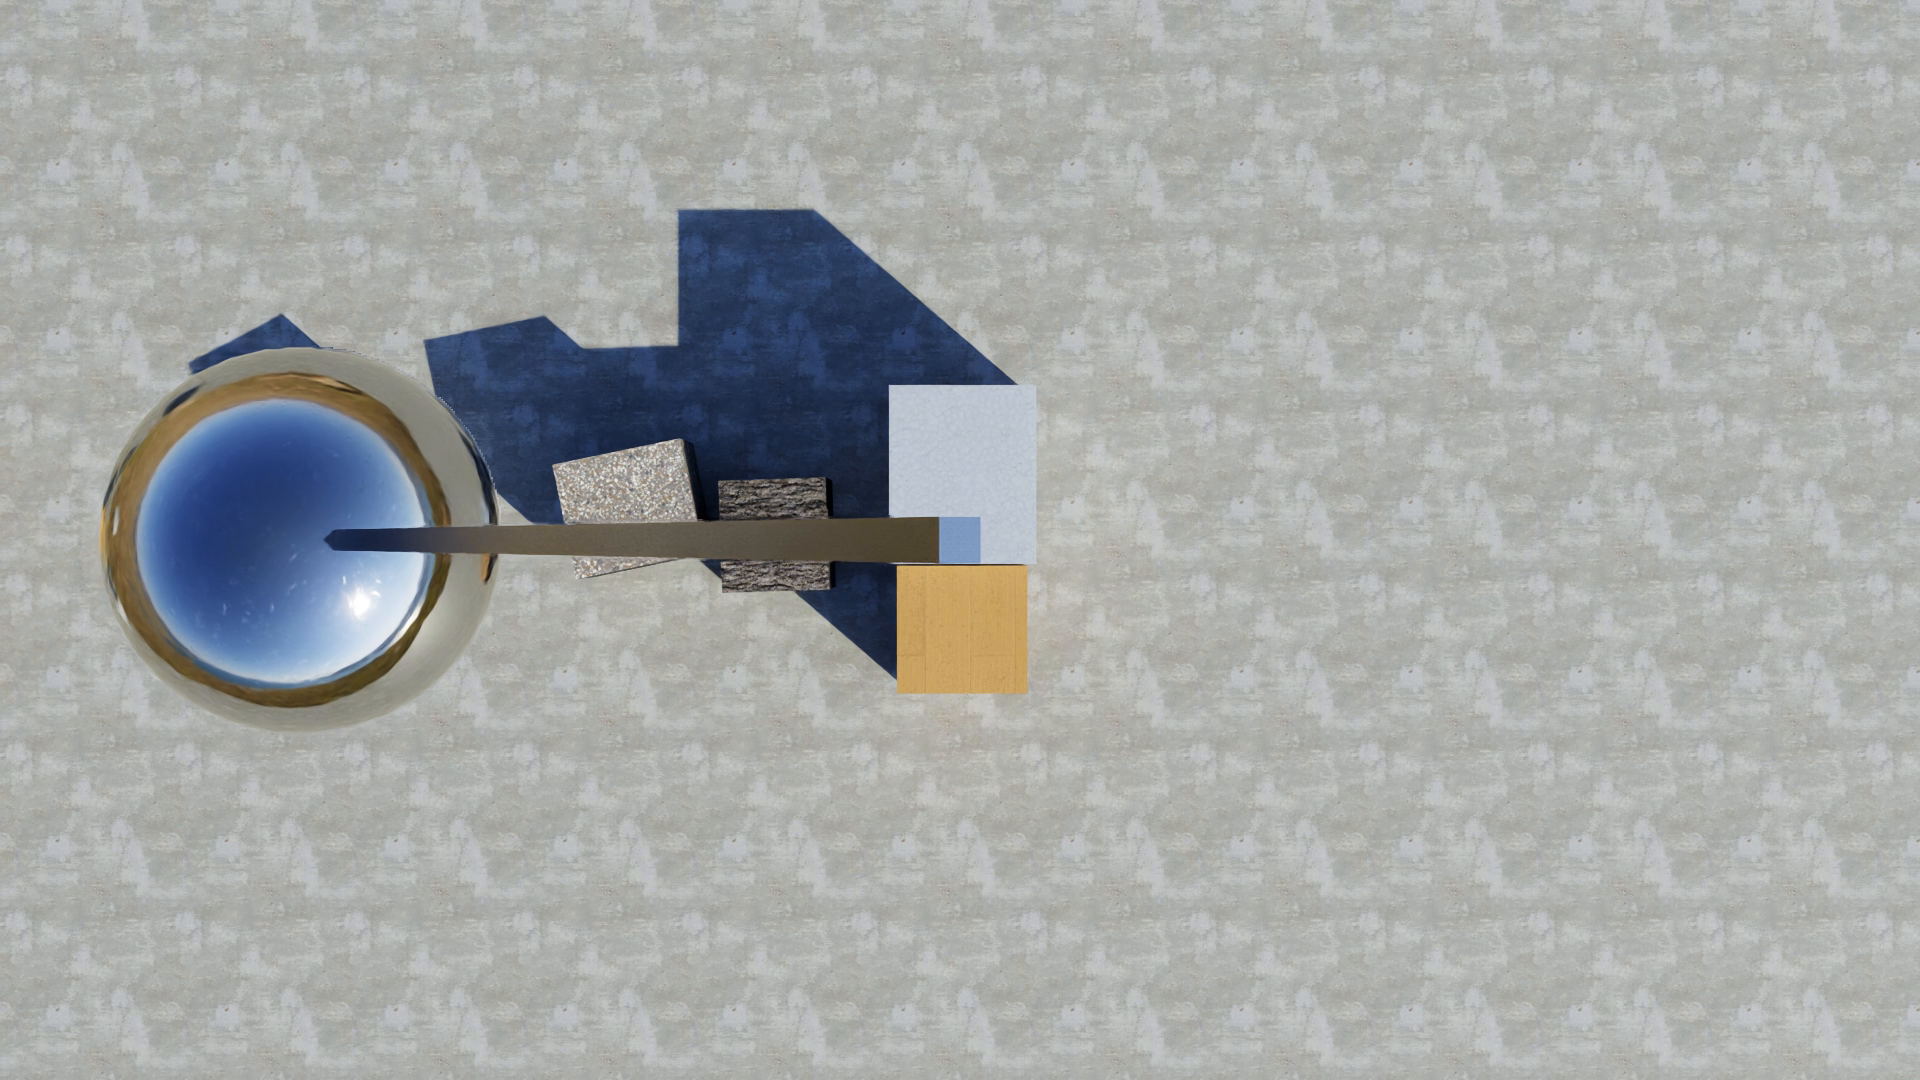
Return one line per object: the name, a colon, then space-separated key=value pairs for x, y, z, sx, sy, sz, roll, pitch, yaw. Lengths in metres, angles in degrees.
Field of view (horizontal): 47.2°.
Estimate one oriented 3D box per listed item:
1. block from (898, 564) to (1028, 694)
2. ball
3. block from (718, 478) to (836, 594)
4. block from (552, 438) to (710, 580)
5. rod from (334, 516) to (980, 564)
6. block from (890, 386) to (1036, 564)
block: x=0.012 y=0.497 z=12.603 sx=0.723 sy=0.794 sz=0.710 roll=0 pitch=90 yaw=0
ball: x=-2.716 y=0.000 z=9.114 sx=1.600 sy=1.600 sz=1.600 roll=0 pitch=90 yaw=0
block: x=-1.046 y=-0.027 z=12.673 sx=0.602 sy=0.653 sz=0.631 roll=-2 pitch=90 yaw=0
block: x=-1.870 y=-0.176 z=12.690 sx=0.732 sy=0.619 sz=0.658 roll=-12 pitch=90 yaw=0
rod: x=-1.177 y=0.000 z=6.082 sx=0.080 sy=5.200 sz=0.080 roll=0 pitch=90 yaw=-27
block: x=0.015 y=-0.360 z=12.549 sx=0.810 sy=0.902 sz=0.984 roll=0 pitch=90 yaw=0
